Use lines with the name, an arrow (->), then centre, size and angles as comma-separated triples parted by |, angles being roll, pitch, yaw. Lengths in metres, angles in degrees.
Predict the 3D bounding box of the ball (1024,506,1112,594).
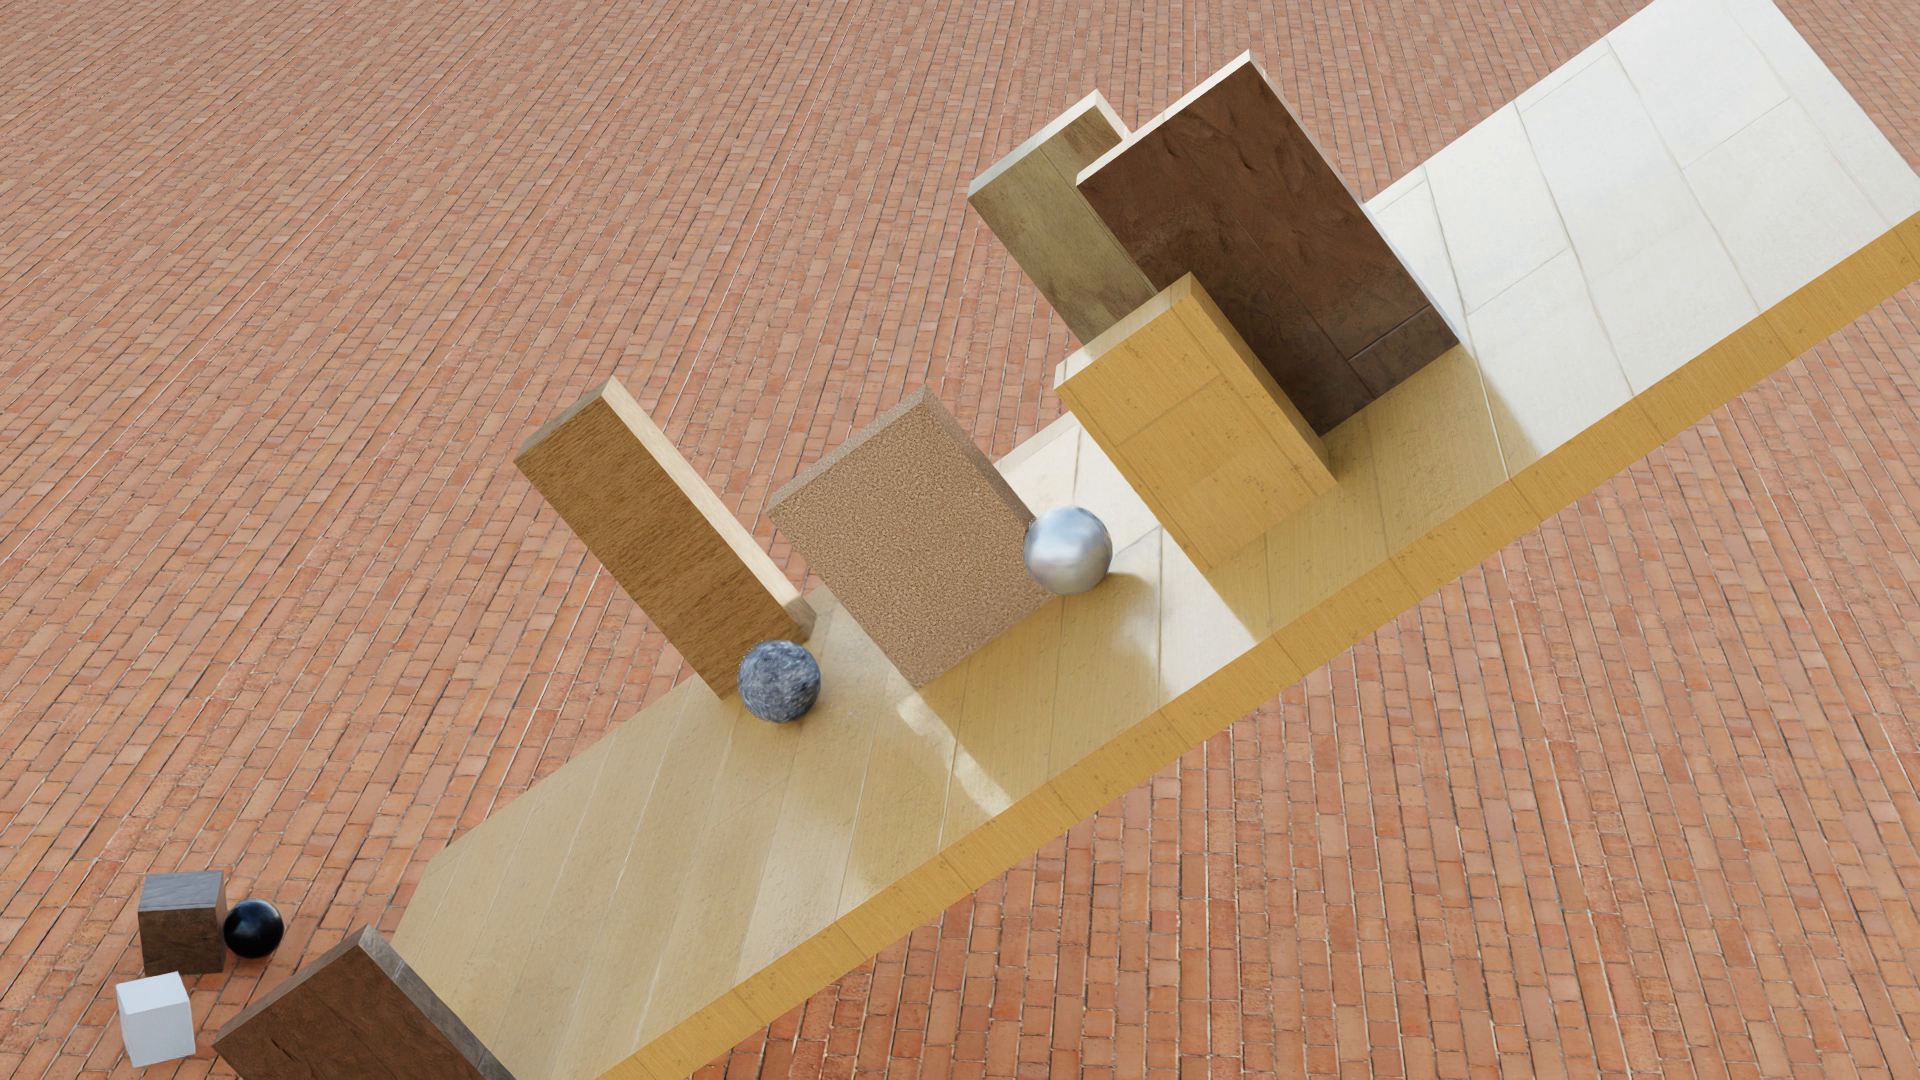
ball -> 0.222, 0.021, 6.026 | 0.182, 0.182, 0.182 | 0, 23, 0

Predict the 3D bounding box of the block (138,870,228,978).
block -> -1.970, 0.973, 7.471 | 0.191, 0.191, 0.191 | -3, 23, -7

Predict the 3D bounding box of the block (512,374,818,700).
block -> -0.705, -0.001, 7.099 | 0.279, 0.780, 0.148 | -35, 16, 17

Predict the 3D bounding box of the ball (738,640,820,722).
ball -> -0.407, 0.318, 6.636 | 0.185, 0.185, 0.185 | 0, 23, 0

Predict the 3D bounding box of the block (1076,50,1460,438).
block -> 0.605, -0.552, 5.762 | 0.412, 0.703, 0.086 | -35, 16, 17

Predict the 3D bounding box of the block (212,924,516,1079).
block -> -1.185, 1.050, 5.878 | 0.402, 0.460, 0.082 | -35, 16, 17

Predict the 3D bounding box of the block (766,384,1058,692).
block -> -0.082, -0.001, 6.173 | 0.417, 0.509, 0.109 | -35, 16, 17

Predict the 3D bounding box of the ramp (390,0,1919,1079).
ramp -> 0.126, 0.181, 6.328 | 4.000, 0.100, 2.000 | -35, 16, 17

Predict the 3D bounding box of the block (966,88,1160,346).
block -> 0.372, -0.577, 6.345 | 0.341, 0.714, 0.131 | -35, 16, 17

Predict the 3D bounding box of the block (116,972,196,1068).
block -> -1.940, 1.156, 7.094 | 0.148, 0.148, 0.148 | -10, 25, -23

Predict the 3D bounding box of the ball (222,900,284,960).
ball -> -1.797, 0.990, 7.480 | 0.152, 0.152, 0.152 | 0, 23, 0

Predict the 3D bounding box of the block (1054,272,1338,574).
block -> 0.452, -0.222, 5.630 | 0.320, 0.472, 0.136 | -35, 16, 17
